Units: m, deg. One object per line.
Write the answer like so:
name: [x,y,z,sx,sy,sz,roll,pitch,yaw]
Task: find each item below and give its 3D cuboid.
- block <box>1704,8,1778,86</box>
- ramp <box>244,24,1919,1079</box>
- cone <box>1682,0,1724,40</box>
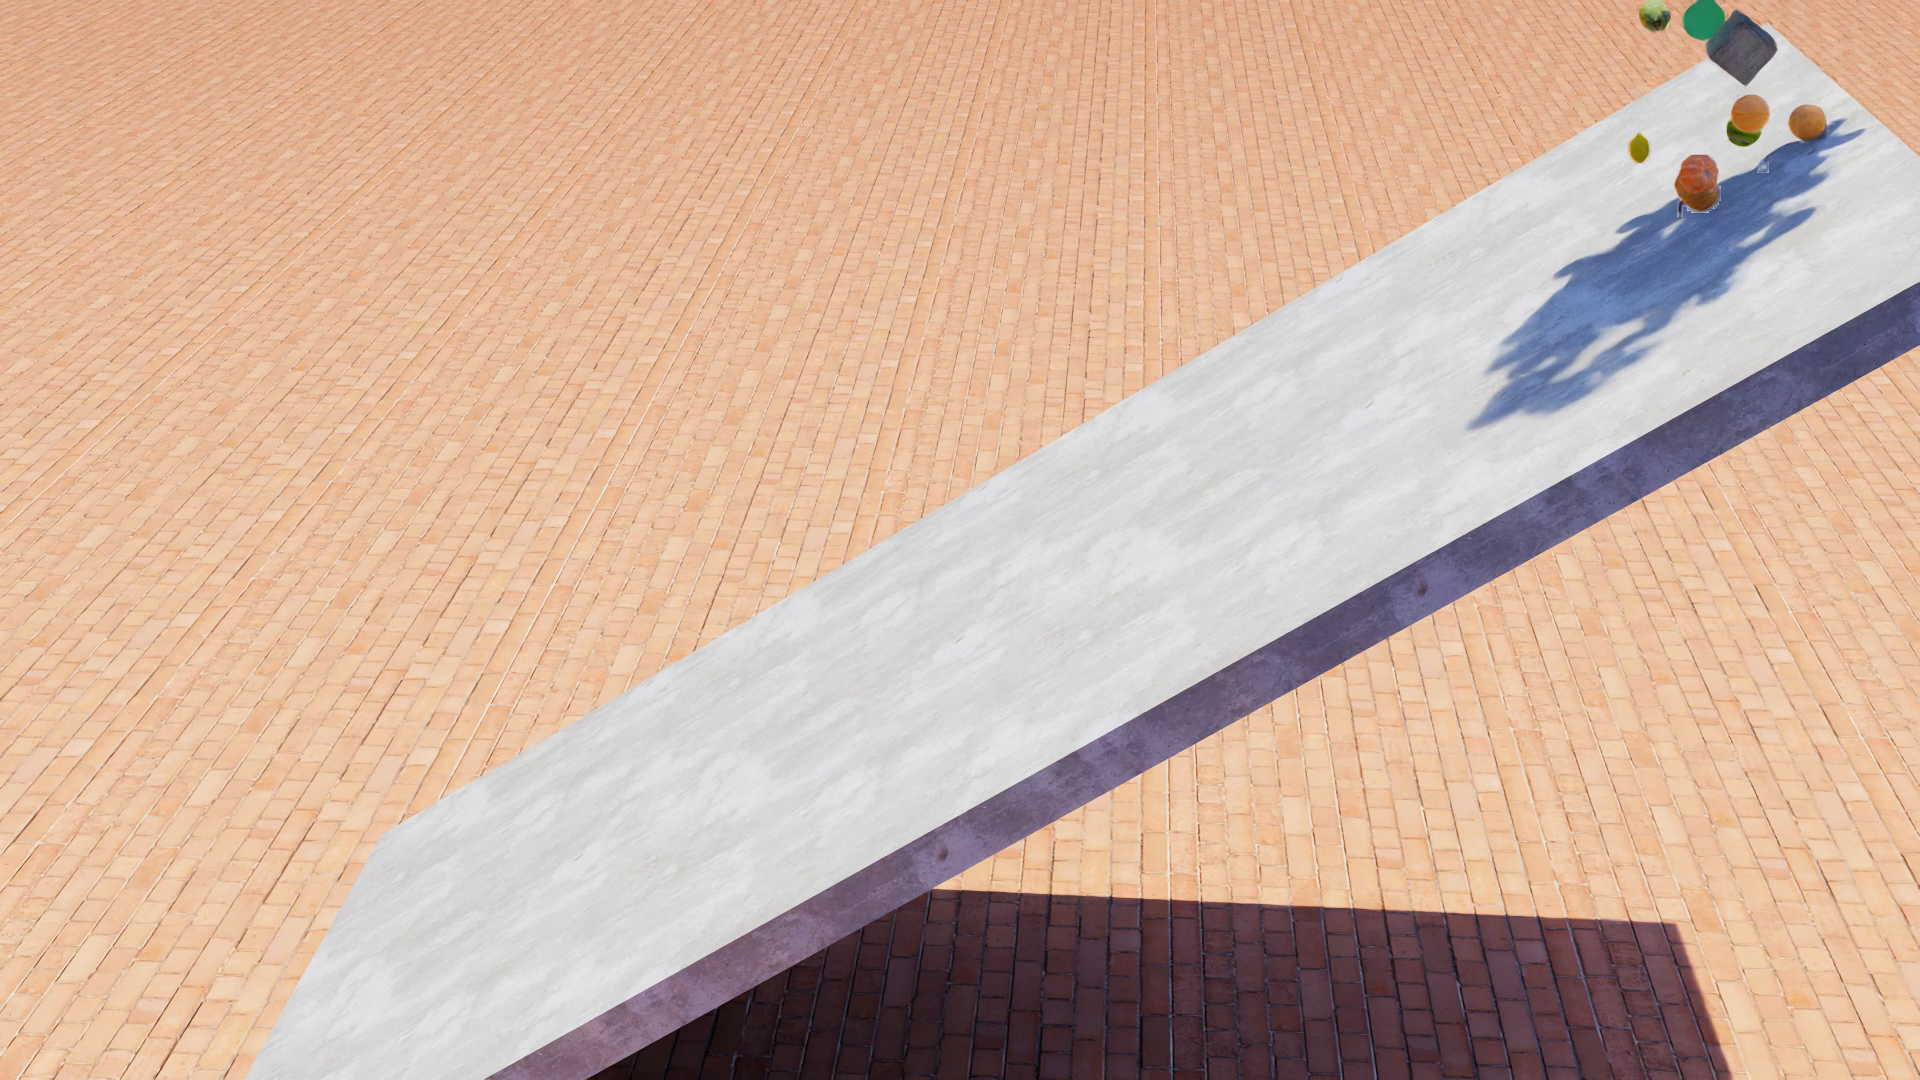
block: [1.531,-0.966,5.766,0.093,0.093,0.093,35,25,-10]
ramp: [0.140,0.170,6.292,4.000,0.100,2.000,-30,15,13]
cone: [1.500,-1.037,5.920,0.082,0.082,0.082,7,-2,19]
